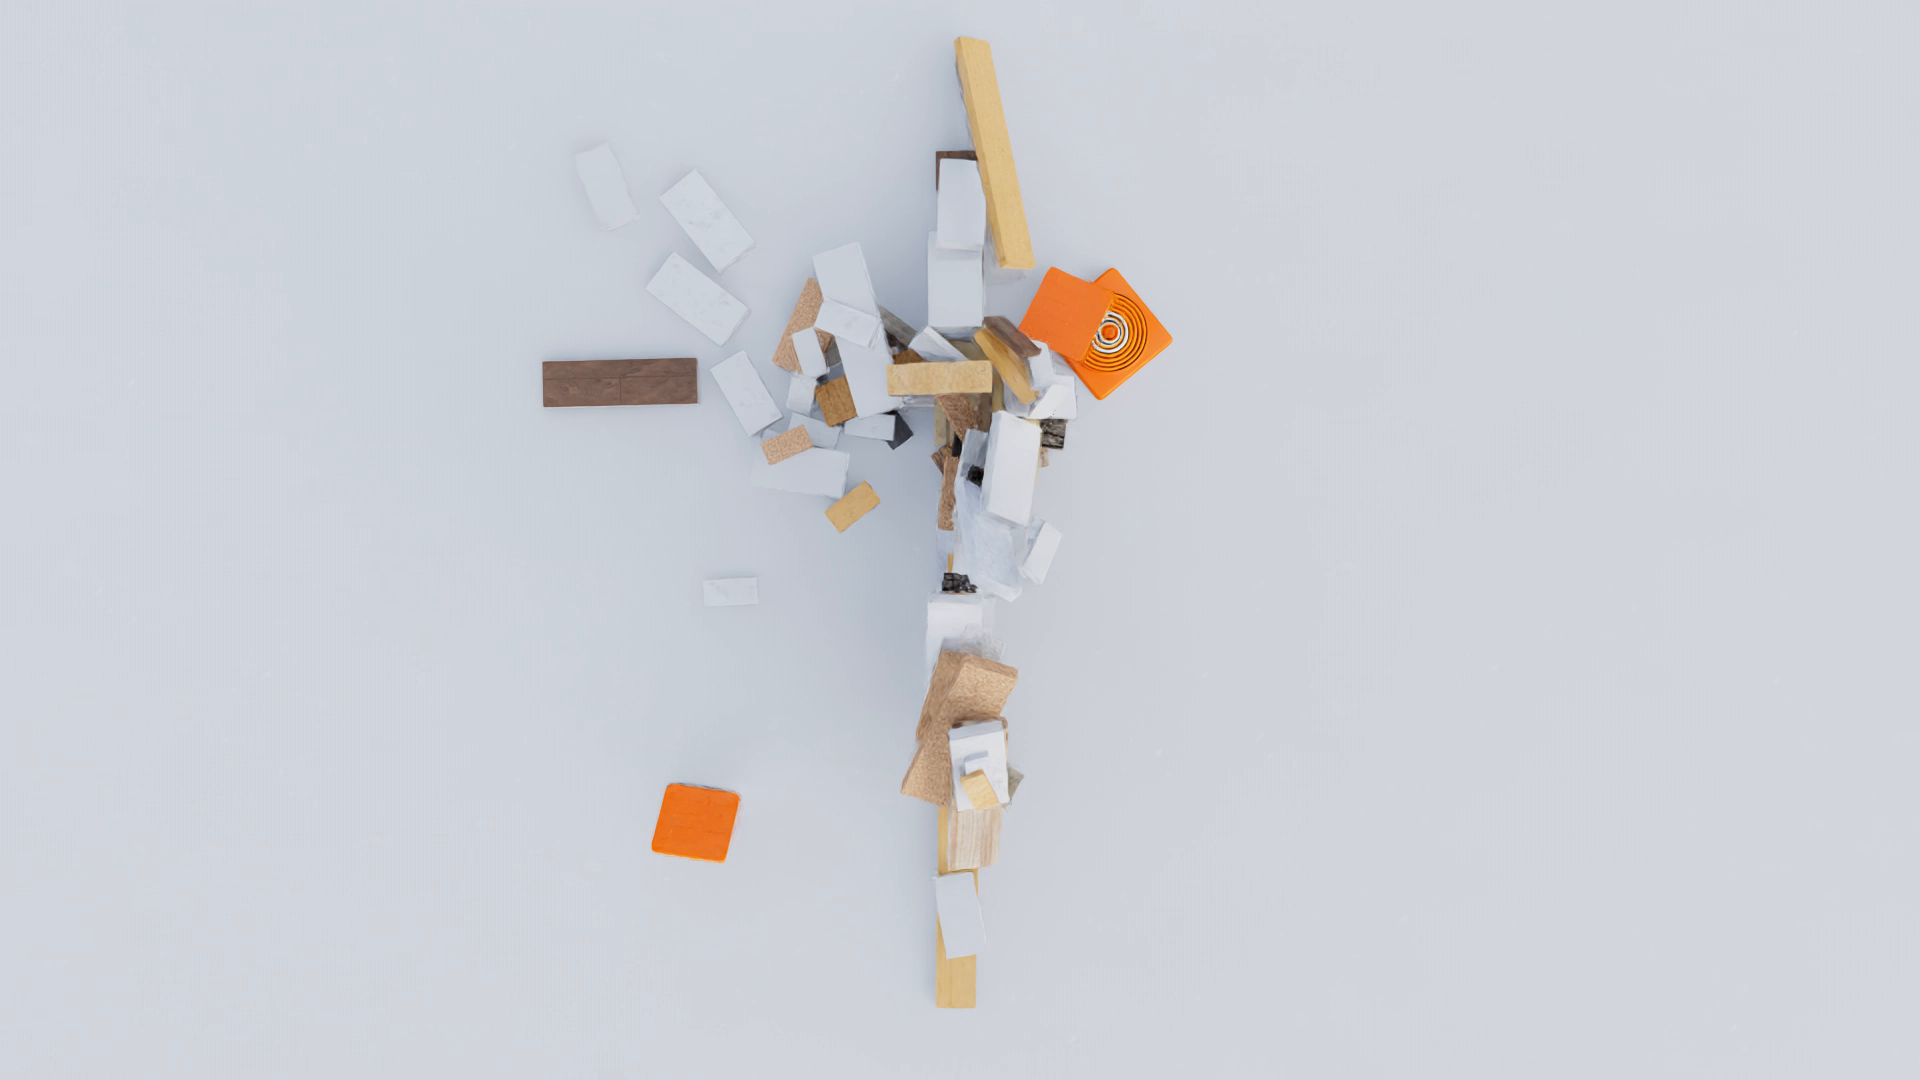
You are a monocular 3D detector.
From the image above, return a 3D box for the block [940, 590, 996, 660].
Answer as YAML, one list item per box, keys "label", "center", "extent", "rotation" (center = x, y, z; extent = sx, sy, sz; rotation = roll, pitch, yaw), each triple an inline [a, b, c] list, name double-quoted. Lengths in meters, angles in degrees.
- label: "block"
  center: [0.010, 0.328, 5.020]
  extent: [0.167, 0.047, 0.335]
  rotation: [5, 104, 1]

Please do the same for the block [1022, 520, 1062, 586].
- label: "block"
  center: [0.257, 0.037, 5.172]
  extent: [0.075, 0.378, 0.021]
  rotation: [45, 114, -7]

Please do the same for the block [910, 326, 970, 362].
- label: "block"
  center: [-0.058, -0.593, 5.292]
  extent: [0.199, 0.099, 0.028]
  rotation: [38, 52, -12]

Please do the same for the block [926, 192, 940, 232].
- label: "block"
  center: [-0.025, -0.993, 5.435]
  extent: [0.153, 0.043, 0.307]
  rotation: [-3, 90, 0]

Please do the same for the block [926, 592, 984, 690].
- label: "block"
  center: [-0.019, 0.308, 4.919]
  extent: [0.160, 0.045, 0.320]
  rotation: [3, 122, 1]

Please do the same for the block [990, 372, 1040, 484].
- label: "block"
  center: [0.178, -0.358, 5.332]
  extent: [0.170, 0.048, 0.339]
  rotation: [12, 78, -38]

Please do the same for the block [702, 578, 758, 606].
- label: "block"
  center: [-0.763, 0.173, 5.488]
  extent: [0.175, 0.025, 0.088]
  rotation: [-3, 90, 0]

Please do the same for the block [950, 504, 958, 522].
- label: "block"
  center: [0.023, -0.122, 5.312]
  extent: [0.072, 0.020, 0.143]
  rotation: [13, 98, -29]

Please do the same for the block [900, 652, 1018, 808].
- label: "block"
  center: [-0.006, 0.584, 4.988]
  extent: [0.167, 0.047, 0.577]
  rotation: [18, 125, -10]

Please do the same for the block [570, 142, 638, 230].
- label: "block"
  center: [-1.181, -1.176, 5.482]
  extent: [0.129, 0.036, 0.257]
  rotation: [-23, 90, 0]

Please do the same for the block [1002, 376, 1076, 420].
- label: "block"
  center: [0.260, -0.464, 5.352]
  extent: [0.275, 0.039, 0.137]
  rotation: [-3, 88, -39]

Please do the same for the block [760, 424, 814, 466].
- label: "block"
  center: [-0.570, -0.312, 5.422]
  extent: [0.157, 0.022, 0.078]
  rotation: [-24, 90, 0]

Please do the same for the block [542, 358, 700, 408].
- label: "block"
  center: [-1.126, -0.521, 5.479]
  extent: [0.510, 0.043, 0.152]
  rotation: [-1, 90, 0]

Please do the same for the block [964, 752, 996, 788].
- label: "block"
  center: [0.058, 0.692, 4.901]
  extent: [0.075, 0.021, 0.149]
  rotation: [-13, 132, -3]

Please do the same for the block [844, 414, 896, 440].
- label: "block"
  center: [-0.297, -0.382, 5.465]
  extent: [0.167, 0.024, 0.083]
  rotation: [8, 101, 11]

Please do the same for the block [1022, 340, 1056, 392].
- label: "block"
  center: [0.250, -0.555, 5.263]
  extent: [0.093, 0.026, 0.186]
  rotation: [9, 55, -33]

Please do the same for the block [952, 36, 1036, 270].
- label: "block"
  center: [0.112, -1.266, 5.399]
  extent: [0.129, 0.036, 0.780]
  rotation: [-5, 81, -43]

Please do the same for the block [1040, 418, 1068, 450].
- label: "block"
  center: [0.308, -0.398, 5.472]
  extent: [0.093, 0.026, 0.186]
  rotation: [8, 81, 0]

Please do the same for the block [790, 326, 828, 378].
- label: "block"
  center: [-0.492, -0.610, 5.400]
  extent: [0.078, 0.022, 0.157]
  rotation: [-18, 87, 8]

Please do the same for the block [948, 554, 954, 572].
- label: "block"
  center: [-0.003, 0.185, 5.434]
  extent: [0.072, 0.020, 0.284]
  rotation: [0, 100, -1]

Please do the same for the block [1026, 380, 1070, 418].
- label: "block"
  center: [0.277, -0.445, 5.223]
  extent: [0.149, 0.075, 0.021]
  rotation: [-53, 51, 38]

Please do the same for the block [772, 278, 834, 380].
- label: "block"
  center: [-0.489, -0.695, 5.439]
  extent: [0.152, 0.043, 0.303]
  rotation: [24, 92, 8]

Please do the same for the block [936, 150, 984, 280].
- label: "block"
  center: [-0.001, -1.073, 5.478]
  extent: [0.153, 0.043, 0.428]
  rotation: [-1, 90, 0]

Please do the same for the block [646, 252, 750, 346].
- label: "block"
  center: [-0.871, -0.799, 5.478]
  extent: [0.311, 0.044, 0.156]
  rotation: [37, 90, 0]

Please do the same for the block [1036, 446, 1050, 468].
- label: "block"
  center: [0.135, -0.270, 5.488]
  extent: [0.317, 0.025, 0.088]
  rotation: [-7, 90, 0]

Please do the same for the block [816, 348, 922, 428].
- label: "block"
  center: [-0.286, -0.502, 5.415]
  extent: [0.372, 0.039, 0.137]
  rotation: [-21, 91, 13]

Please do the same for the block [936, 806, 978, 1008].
- label: "block"
  center: [-0.009, 1.218, 5.481]
  extent: [0.134, 0.038, 0.667]
  rotation: [1, 90, 0]

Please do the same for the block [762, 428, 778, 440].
- label: "block"
  center: [-0.584, -0.301, 5.488]
  extent: [0.166, 0.024, 0.083]
  rotation: [23, 90, 0]

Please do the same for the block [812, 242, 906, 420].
- label: "block"
  center: [-0.329, -0.680, 5.368]
  extent: [0.156, 0.044, 0.556]
  rotation: [-17, 86, 10]

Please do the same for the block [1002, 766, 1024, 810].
- label: "block"
  center: [0.062, 0.769, 5.435]
  extent: [0.268, 0.038, 0.134]
  rotation: [28, 120, 5]

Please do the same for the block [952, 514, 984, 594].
- label: "block"
  center: [0.027, 0.150, 5.361]
  extent: [0.106, 0.030, 0.483]
  rotation: [3, 111, 0]

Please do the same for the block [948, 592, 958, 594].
- label: "block"
  center: [-0.010, 0.235, 4.962]
  extent: [0.075, 0.021, 0.149]
  rotation: [10, 104, -1]

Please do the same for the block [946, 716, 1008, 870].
- label: "block"
  center: [0.051, 0.791, 5.089]
  extent: [0.160, 0.045, 0.638]
  rotation: [-5, 131, -9]

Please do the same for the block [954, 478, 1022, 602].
- label: "block"
  center: [0.084, -0.003, 5.134]
  extent: [0.170, 0.405, 0.048]
  rotation: [25, 128, -32]

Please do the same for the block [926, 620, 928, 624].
- label: "block"
  center: [-0.058, 0.228, 4.944]
  extent: [0.017, 0.120, 0.060]
  rotation: [-3, 51, -37]

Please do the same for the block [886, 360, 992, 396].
- label: "block"
  center: [-0.067, -0.516, 5.263]
  extent: [0.342, 0.028, 0.099]
  rotation: [-1, 90, 16]
